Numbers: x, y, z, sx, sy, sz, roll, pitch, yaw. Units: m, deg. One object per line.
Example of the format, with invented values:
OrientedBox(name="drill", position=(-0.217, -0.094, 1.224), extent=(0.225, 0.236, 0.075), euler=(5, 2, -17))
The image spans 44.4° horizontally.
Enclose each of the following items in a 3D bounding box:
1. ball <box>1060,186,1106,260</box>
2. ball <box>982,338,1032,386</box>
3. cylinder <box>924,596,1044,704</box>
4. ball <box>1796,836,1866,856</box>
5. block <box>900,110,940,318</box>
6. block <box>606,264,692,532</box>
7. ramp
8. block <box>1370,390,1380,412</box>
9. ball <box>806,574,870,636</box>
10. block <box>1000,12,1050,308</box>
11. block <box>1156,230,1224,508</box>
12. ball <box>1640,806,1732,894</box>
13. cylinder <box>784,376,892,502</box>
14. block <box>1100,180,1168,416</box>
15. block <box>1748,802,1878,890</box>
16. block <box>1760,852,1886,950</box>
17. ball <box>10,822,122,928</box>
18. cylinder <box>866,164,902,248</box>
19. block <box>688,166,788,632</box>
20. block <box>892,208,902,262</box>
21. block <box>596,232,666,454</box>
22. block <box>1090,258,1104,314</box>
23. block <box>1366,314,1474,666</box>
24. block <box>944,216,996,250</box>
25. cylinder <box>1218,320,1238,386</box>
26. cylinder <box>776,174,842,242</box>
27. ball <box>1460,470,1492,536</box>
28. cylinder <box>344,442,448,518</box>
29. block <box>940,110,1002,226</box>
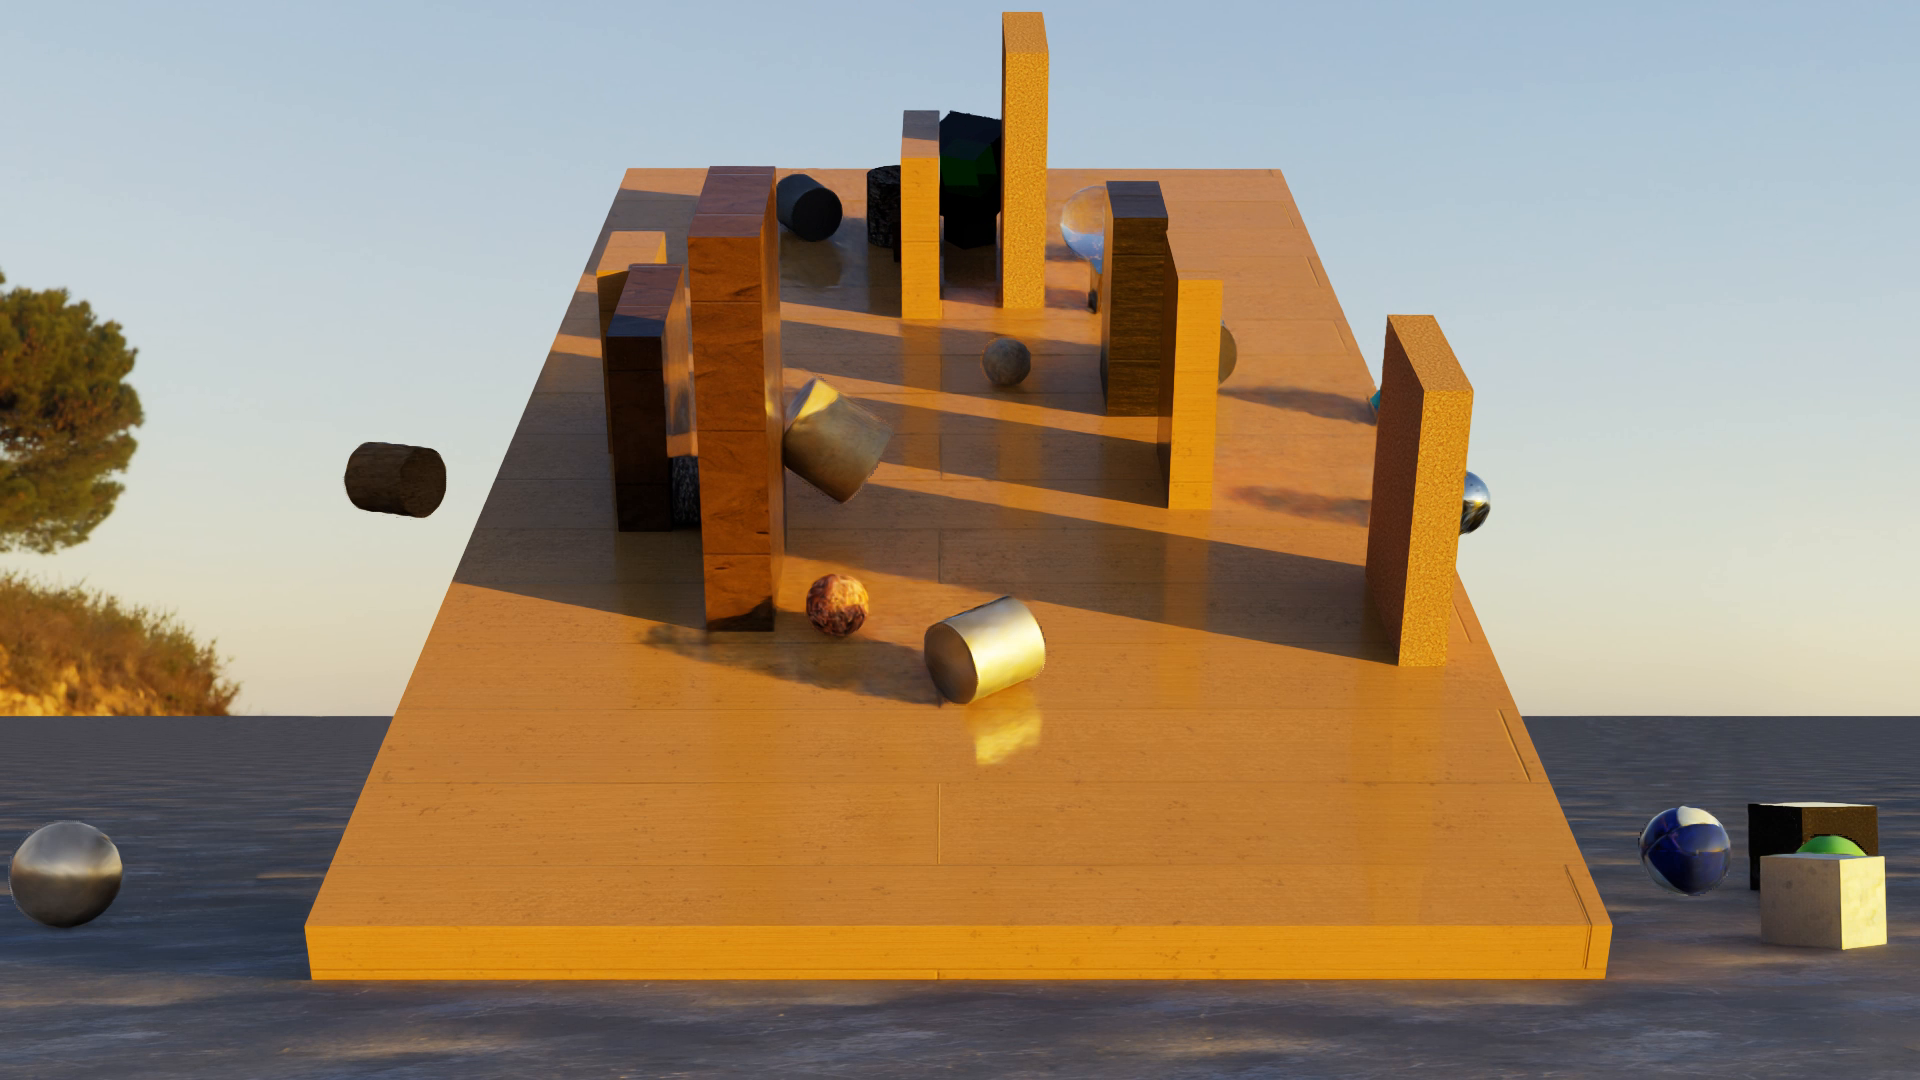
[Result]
OrientedBox(name="ball", position=(0.374, -0.860, 6.387), extent=(0.203, 0.203, 0.203), euler=(0, -4, 0))
OrientedBox(name="ball", position=(0.112, -0.421, 5.571), extent=(0.115, 0.115, 0.115), euler=(0, -4, 0))
OrientedBox(name="cylinder", position=(0.043, 0.198, 4.224), extent=(0.155, 0.155, 0.155), euler=(-20, 8, -34))
OrientedBox(name="ball", position=(1.792, 0.687, 4.835), extent=(0.159, 0.159, 0.159), euler=(0, -4, 0))
OrientedBox(name="block", position=(-0.101, -0.851, 6.111), extent=(0.095, 0.423, 0.441), euler=(0, 26, 0))
OrientedBox(name="block", position=(-0.651, -0.307, 4.964), extent=(0.110, 0.430, 0.446), euler=(0, 26, 0))
OrientedBox(name="ramp", position=(-0.009, -0.229, 5.418), extent=(2.000, 0.100, 4.000), euler=(0, 26, 0))
OrientedBox(name="block", position=(1.041, -0.312, 5.400), extent=(0.117, 0.117, 0.117), euler=(-47, -29, 19))
OrientedBox(name="ball", position=(-0.231, 0.122, 4.430), extent=(0.119, 0.119, 0.119), euler=(0, -4, 0))
OrientedBox(name="block", position=(0.165, -0.996, 6.133), extent=(0.106, 0.665, 0.447), euler=(0, 26, 0))
OrientedBox(name="block", position=(0.485, -0.364, 4.996), extent=(0.090, 0.510, 0.316), euler=(0, 26, 0))
OrientedBox(name="ball", position=(1.491, 0.638, 4.830), extent=(0.179, 0.179, 0.179), euler=(0, -4, 0))
OrientedBox(name="cylinder", position=(-0.273, -0.207, 4.859), extent=(0.189, 0.189, 0.189), euler=(34, -13, -13))
OrientedBox(name="block", position=(0.400, -0.559, 5.440), extent=(0.122, 0.478, 0.277), euler=(0, 26, 0))
OrientedBox(name="block", position=(1.955, 0.707, 5.387), extent=(0.199, 0.199, 0.199), euler=(1, -4, -17))
OrientedBox(name="block", position=(1.545, 0.644, 4.207), extent=(0.154, 0.154, 0.154), euler=(4, -5, -41))
OrientedBox(name="ball", position=(-1.716, 0.642, 4.514), extent=(0.202, 0.202, 0.202), euler=(0, -4, 0))
OrientedBox(name="cylinder", position=(-0.166, -0.929, 6.548), extent=(0.185, 0.185, 0.185), euler=(0, 26, 0))
OrientedBox(name="block", position=(-0.417, -0.273, 4.486), extent=(0.126, 0.781, 0.431), euler=(0, 26, 0))
OrientedBox(name="block", position=(-0.125, -0.835, 6.427), extent=(0.115, 0.115, 0.115), euler=(-2, 26, 1))
OrientedBox(name="block", position=(-0.722, -0.443, 5.252), extent=(0.117, 0.426, 0.271), euler=(0, 26, 0))
OrientedBox(name="block", position=(0.399, -0.657, 6.069), extent=(0.110, 0.110, 0.110), euler=(-3, 26, -7))
OrientedBox(name="block", position=(0.853, -0.097, 4.398), extent=(0.087, 0.547, 0.386), euler=(0, 26, 0))
OrientedBox(name="block", position=(0.028, -0.883, 6.543), extent=(0.107, 0.107, 0.107), euler=(-15, 29, -28))
OrientedBox(name="cylinder", position=(0.554, -0.469, 5.598), extent=(0.179, 0.179, 0.179), euler=(0, 25, -7))
OrientedBox(name="cylinder", position=(-0.431, -0.932, 6.587), extent=(0.154, 0.154, 0.154), euler=(2, 21, -30))
OrientedBox(name="ball", position=(1.028, -0.078, 4.856), extent=(0.137, 0.137, 0.137), euler=(0, -4, 0))
OrientedBox(name="cylinder", position=(-1.300, -0.140, 5.421), extent=(0.162, 0.162, 0.162), euler=(7, 0, 28))
OrientedBox(name="block", position=(0.024, -1.019, 6.430), extent=(0.204, 0.204, 0.204), euler=(16, 48, 30))
